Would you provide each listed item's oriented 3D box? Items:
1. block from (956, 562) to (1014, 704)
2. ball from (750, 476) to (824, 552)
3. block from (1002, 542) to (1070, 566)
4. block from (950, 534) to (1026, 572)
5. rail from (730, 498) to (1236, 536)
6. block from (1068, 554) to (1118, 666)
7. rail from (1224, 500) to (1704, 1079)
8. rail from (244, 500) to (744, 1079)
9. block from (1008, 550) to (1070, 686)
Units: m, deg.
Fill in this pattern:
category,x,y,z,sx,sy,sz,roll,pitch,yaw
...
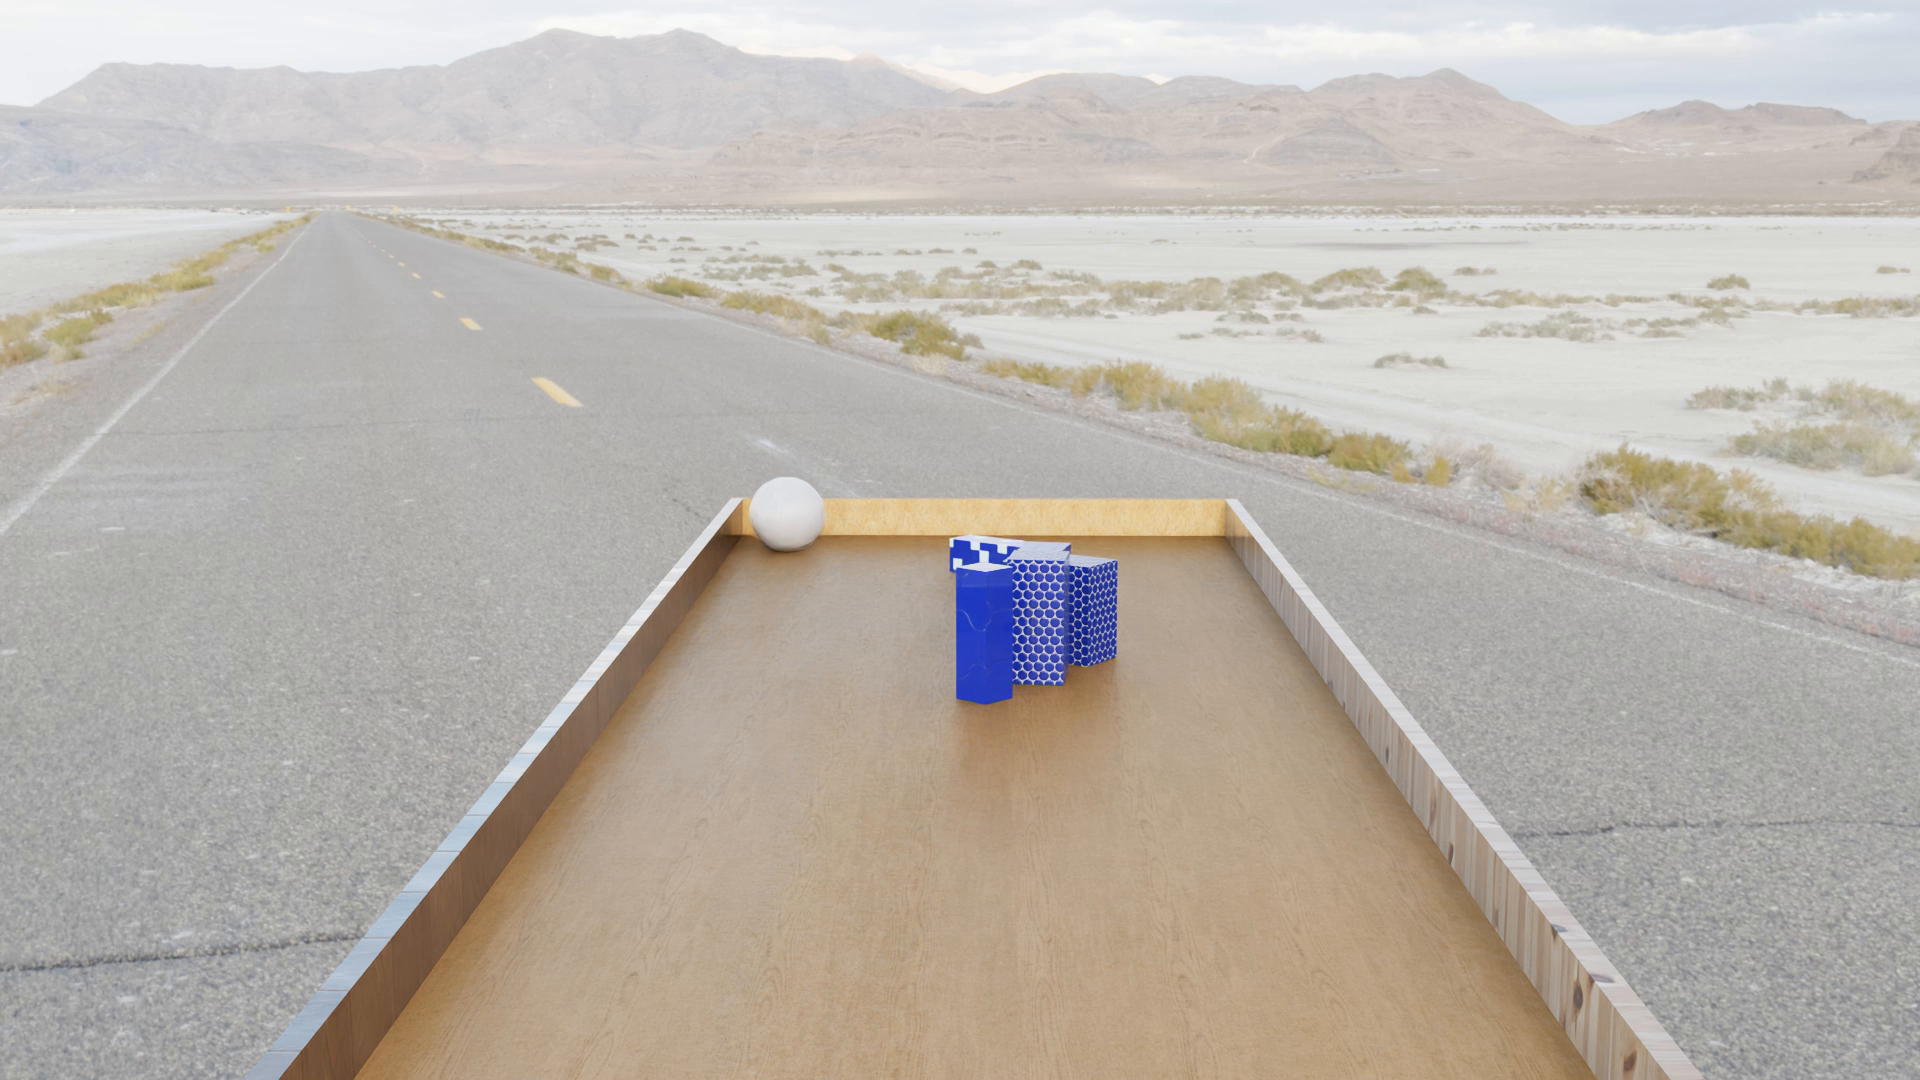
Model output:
category,x,y,z,sx,sy,sz,roll,pitch,yaw
block,0.069,0.261,6.165,0.113,0.376,0.113,8,12,42
ball,-0.685,-0.102,8.702,0.298,0.298,0.298,0,9,0
block,0.248,0.109,7.009,0.143,0.143,0.408,2,9,12
block,0.158,0.067,8.187,0.401,0.124,0.124,7,11,37
rail,0.099,-0.098,9.147,2.100,0.150,0.050,0,9,1
block,0.361,0.213,6.696,0.170,0.303,0.170,6,11,34
rail,1.046,0.843,3.208,0.050,0.150,12.000,0,9,1
rail,-1.004,0.839,3.234,0.050,0.150,12.000,0,9,1
block,0.229,0.225,6.415,0.164,0.367,0.164,1,9,8
